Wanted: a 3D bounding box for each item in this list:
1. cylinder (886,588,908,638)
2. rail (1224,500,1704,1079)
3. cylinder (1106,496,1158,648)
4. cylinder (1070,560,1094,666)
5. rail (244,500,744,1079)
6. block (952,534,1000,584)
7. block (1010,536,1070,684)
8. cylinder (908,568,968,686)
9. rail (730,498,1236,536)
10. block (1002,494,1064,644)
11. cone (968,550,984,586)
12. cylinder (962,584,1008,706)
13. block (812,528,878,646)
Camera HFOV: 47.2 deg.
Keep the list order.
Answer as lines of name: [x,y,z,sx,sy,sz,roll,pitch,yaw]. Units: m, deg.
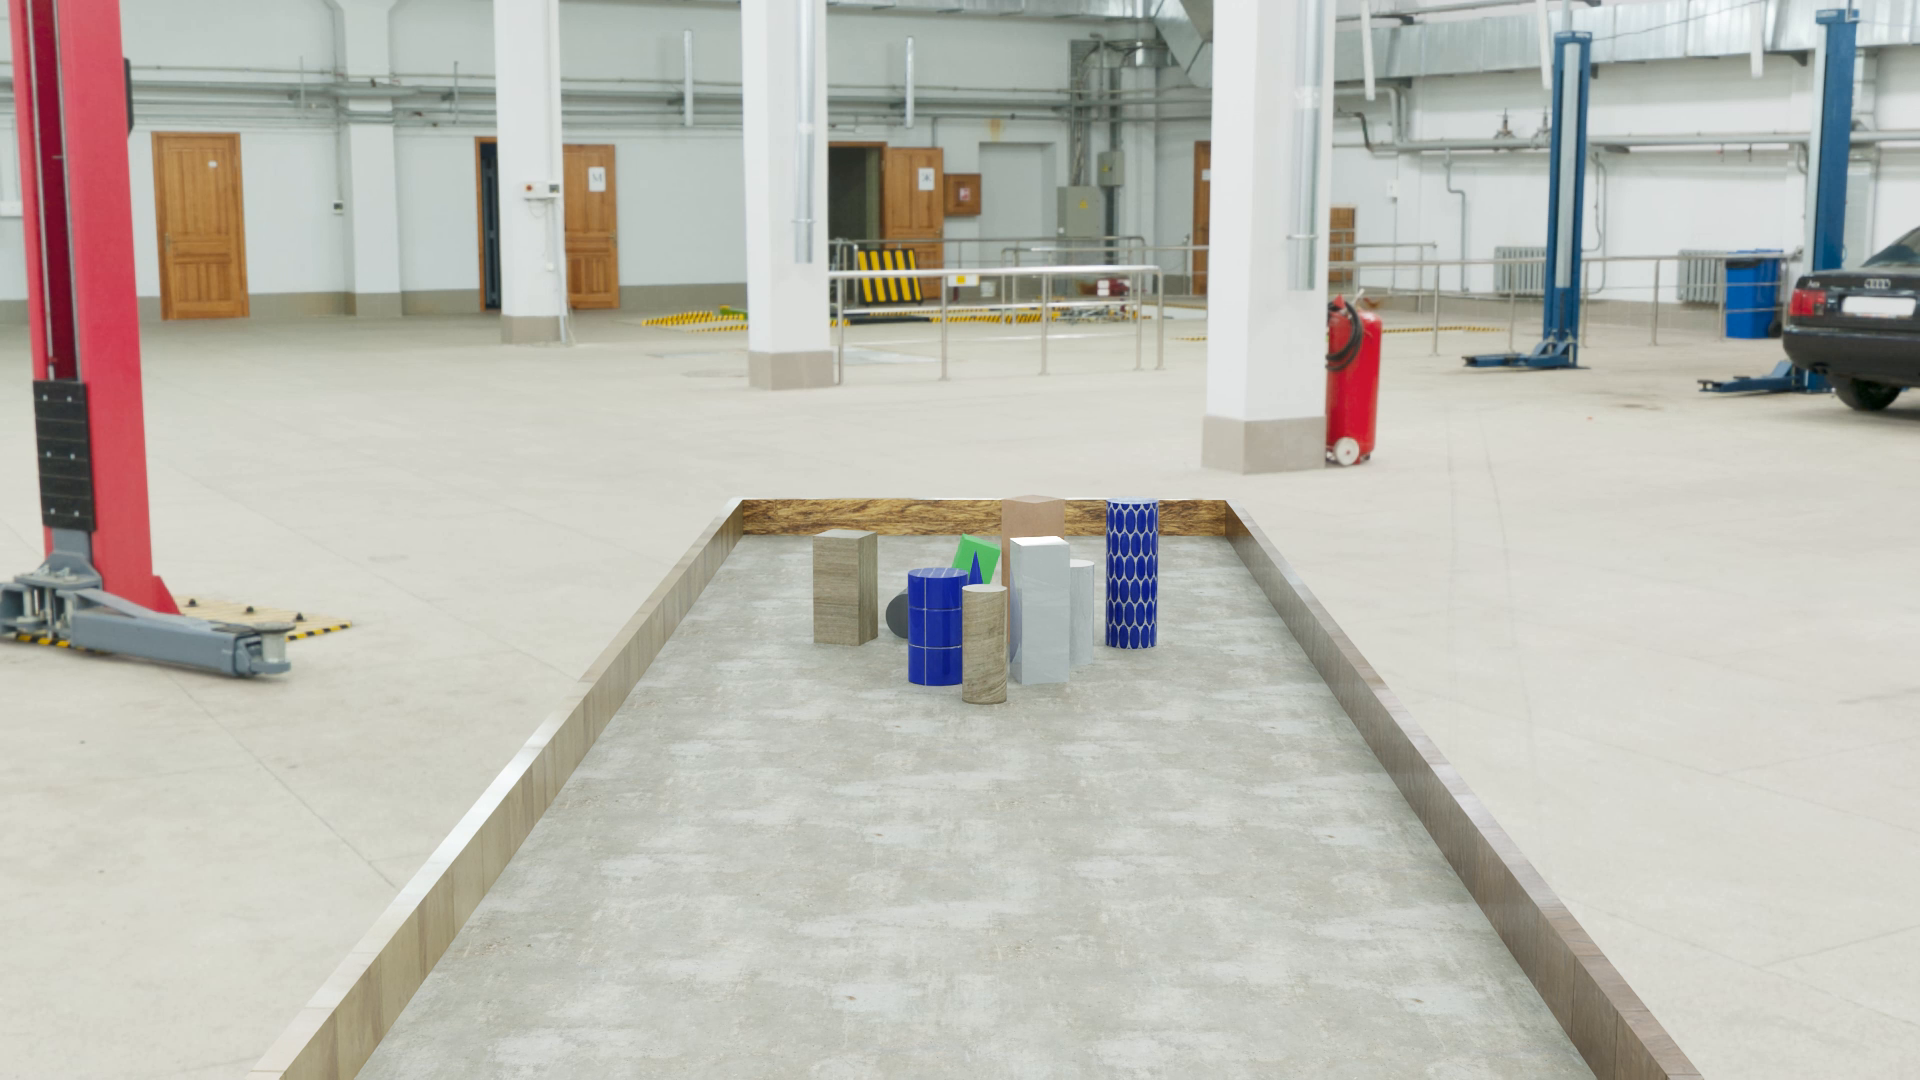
cylinder: [-0.126,0.210,7.220,0.147,0.147,0.432,2,9,11]
rail: [1.046,0.843,3.208,0.050,0.150,12.000,0,9,1]
cylinder: [0.540,0.102,6.908,0.164,0.457,0.164,0,9,0]
cylinder: [0.337,0.219,6.665,0.138,0.302,0.138,0,9,0]
rail: [-1.004,0.839,3.234,0.050,0.150,12.000,0,9,1]
block: [0.019,0.153,6.973,0.120,0.313,0.120,18,8,-6]
block: [0.232,0.204,6.421,0.142,0.406,0.142,-2,9,-13]
cylinder: [-0.064,0.251,6.407,0.177,0.318,0.177,0,9,0]
rail: [0.099,-0.098,9.147,2.100,0.150,0.050,0,9,1]
block: [0.230,0.096,6.940,0.140,0.457,0.140,9,13,44]
cone: [0.047,0.194,6.687,0.150,0.343,0.150,0,9,0]
cylinder: [0.069,0.292,6.150,0.126,0.319,0.126,0,9,0]
block: [-0.363,0.149,6.976,0.155,0.342,0.155,3,10,21]
